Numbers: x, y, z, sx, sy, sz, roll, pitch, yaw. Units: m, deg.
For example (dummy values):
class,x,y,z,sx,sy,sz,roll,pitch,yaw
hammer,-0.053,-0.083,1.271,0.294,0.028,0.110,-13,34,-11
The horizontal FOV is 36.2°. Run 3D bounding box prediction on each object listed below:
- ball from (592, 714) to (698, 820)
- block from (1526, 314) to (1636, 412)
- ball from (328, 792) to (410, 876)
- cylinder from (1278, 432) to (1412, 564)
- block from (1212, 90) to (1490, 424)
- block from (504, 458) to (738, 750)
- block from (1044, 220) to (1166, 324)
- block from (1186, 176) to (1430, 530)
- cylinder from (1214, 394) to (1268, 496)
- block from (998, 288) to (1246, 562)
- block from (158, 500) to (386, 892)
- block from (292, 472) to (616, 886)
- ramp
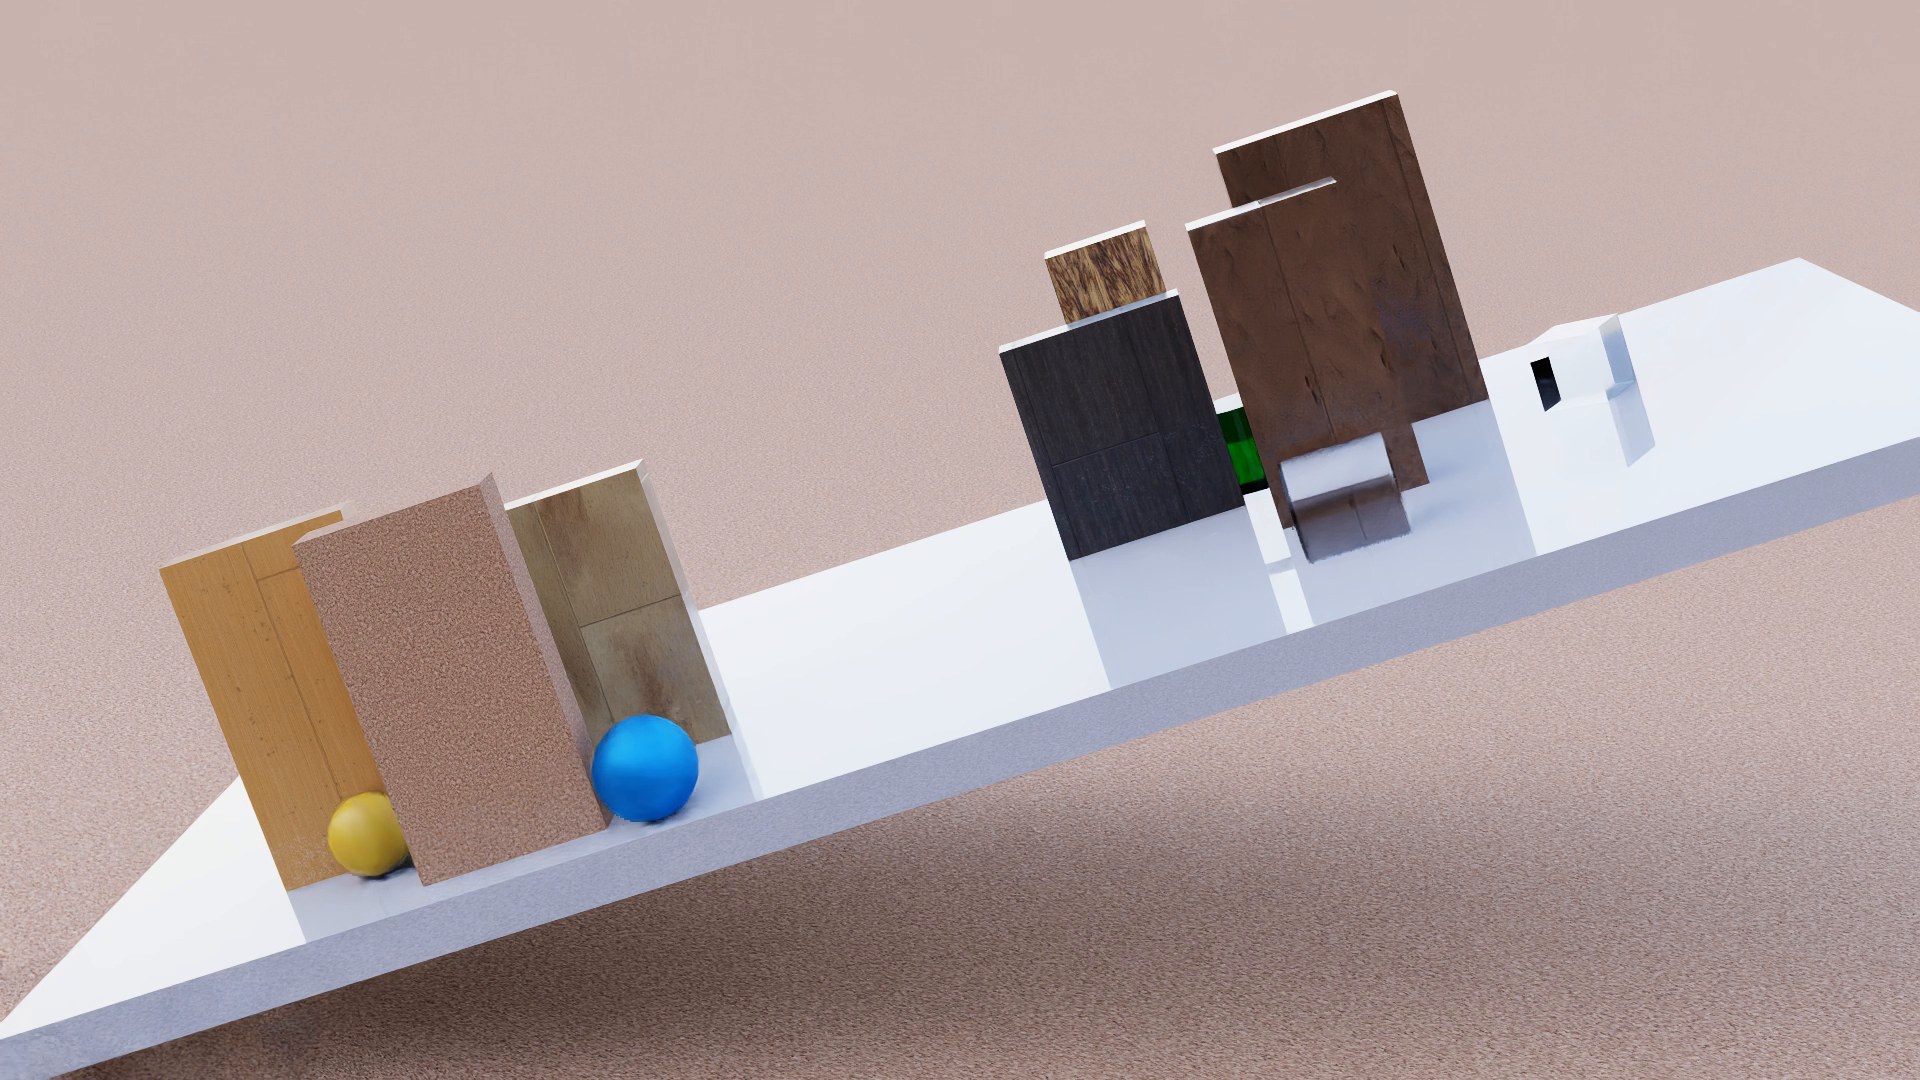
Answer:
class,x,y,z,sx,sy,sz,roll,pitch,yaw
ball,-0.584,0.423,5.469,0.197,0.197,0.197,0,12,0
block,1.338,-0.381,6.335,0.152,0.152,0.152,-10,14,40
ball,-1.154,0.576,5.765,0.164,0.164,0.164,0,12,0
cylinder,0.746,-0.083,5.703,0.207,0.207,0.207,-17,9,10
block,0.890,-0.608,6.702,0.423,0.722,0.148,-18,11,6
block,-0.734,0.173,5.964,0.386,0.575,0.103,-18,11,6
block,0.412,-0.431,6.983,0.247,0.595,0.145,-18,11,6
block,0.716,-0.386,6.075,0.315,0.651,0.135,-18,11,6
cylinder,0.645,-0.221,6.605,0.193,0.193,0.193,-18,11,4
block,0.357,-0.252,6.466,0.409,0.487,0.110,-18,11,6
block,-1.278,0.312,5.868,0.385,0.697,0.105,-18,11,6
block,-0.948,0.264,5.546,0.372,0.695,0.124,-18,11,6
ramp,0.105,0.181,6.307,4.000,0.100,2.000,-18,11,6
